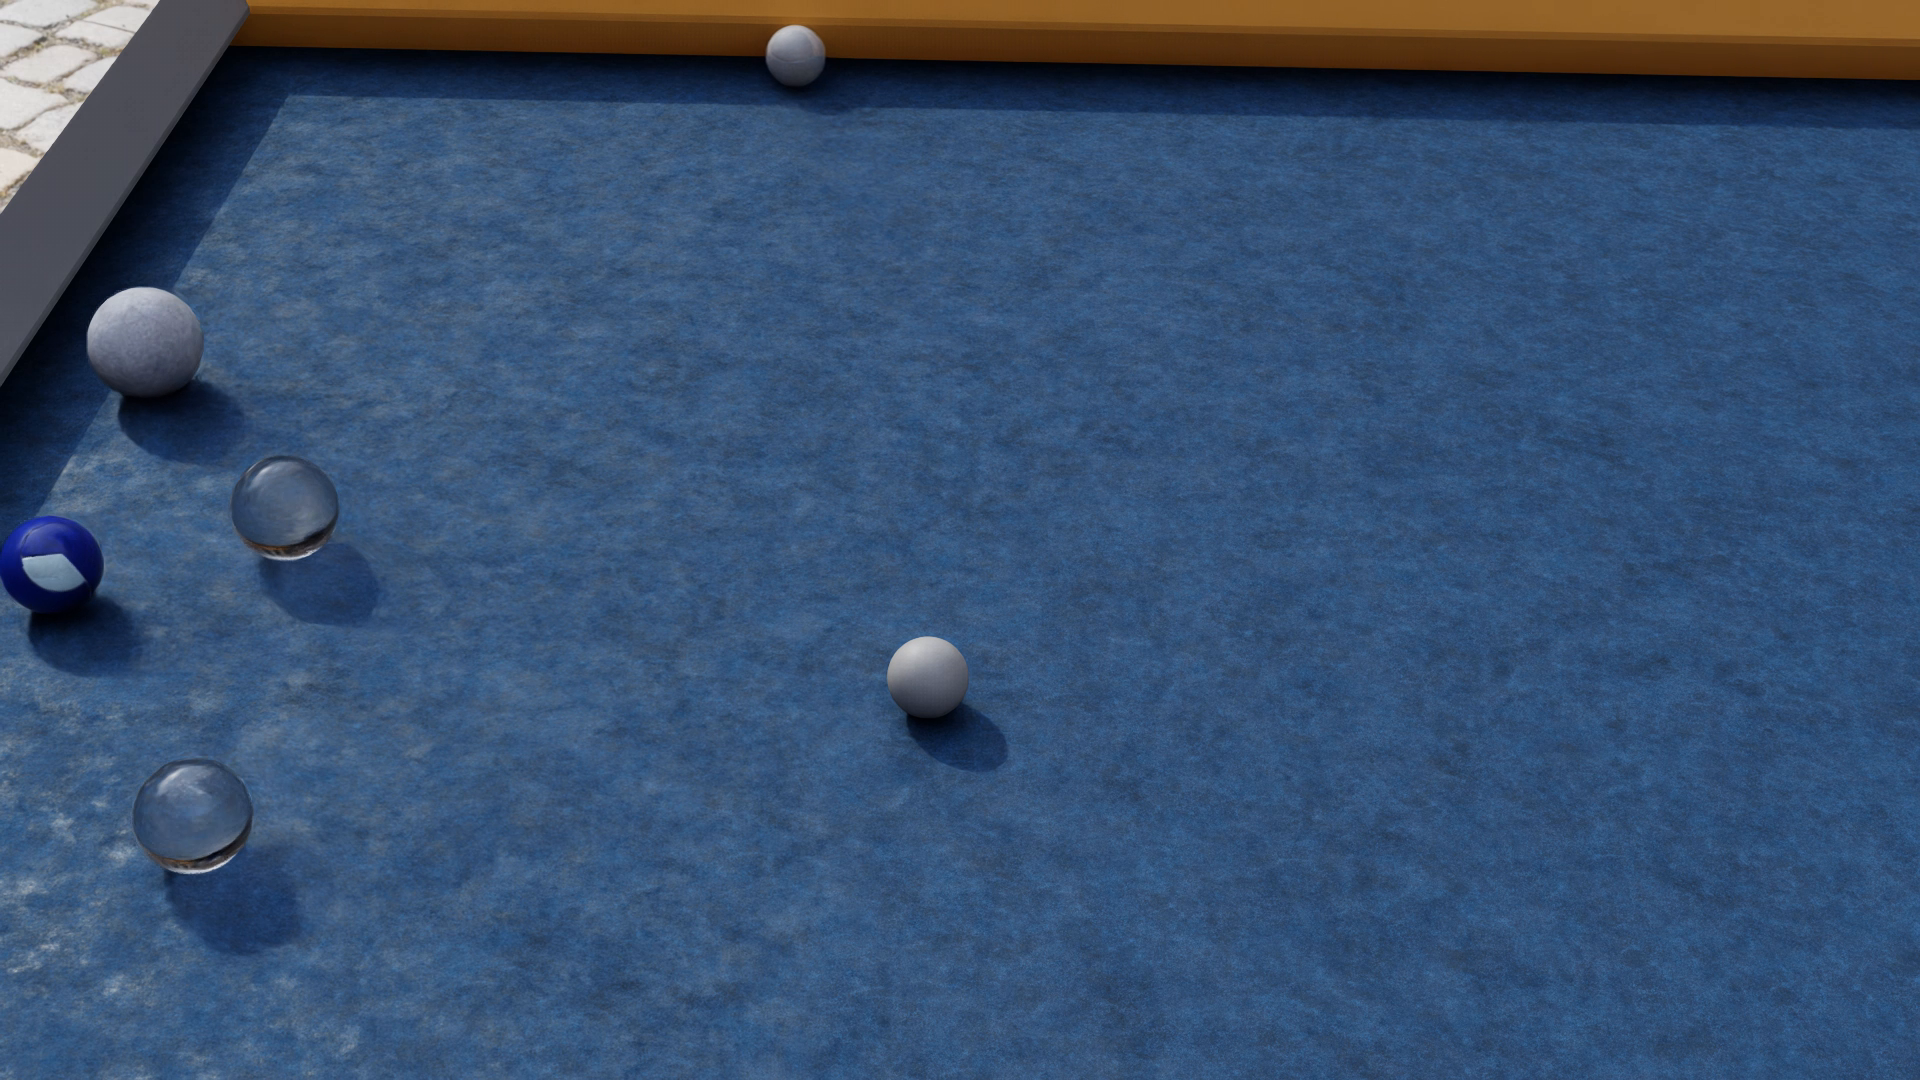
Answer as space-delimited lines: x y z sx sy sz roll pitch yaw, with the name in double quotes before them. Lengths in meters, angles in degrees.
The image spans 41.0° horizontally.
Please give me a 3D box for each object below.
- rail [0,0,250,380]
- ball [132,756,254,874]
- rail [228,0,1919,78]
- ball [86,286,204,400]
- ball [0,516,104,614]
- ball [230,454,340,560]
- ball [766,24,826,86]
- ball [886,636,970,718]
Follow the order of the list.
"rail" -0.755 -0.039 1.825 0.045 0.114 1.752 2 35 2
"ball" -0.469 0.169 1.570 0.071 0.071 0.071 0 35 0
"rail" 0.819 -0.488 2.460 3.116 0.114 0.045 2 35 2
"ball" -0.639 -0.154 2.013 0.088 0.088 0.088 0 35 0
"ball" -0.632 0.018 1.785 0.069 0.069 0.069 0 35 0
"ball" -0.483 -0.023 1.837 0.076 0.076 0.076 0 35 0
"ball" -0.159 -0.468 2.481 0.059 0.059 0.059 0 35 0
"ball" -0.021 0.091 1.694 0.054 0.054 0.054 0 35 0
